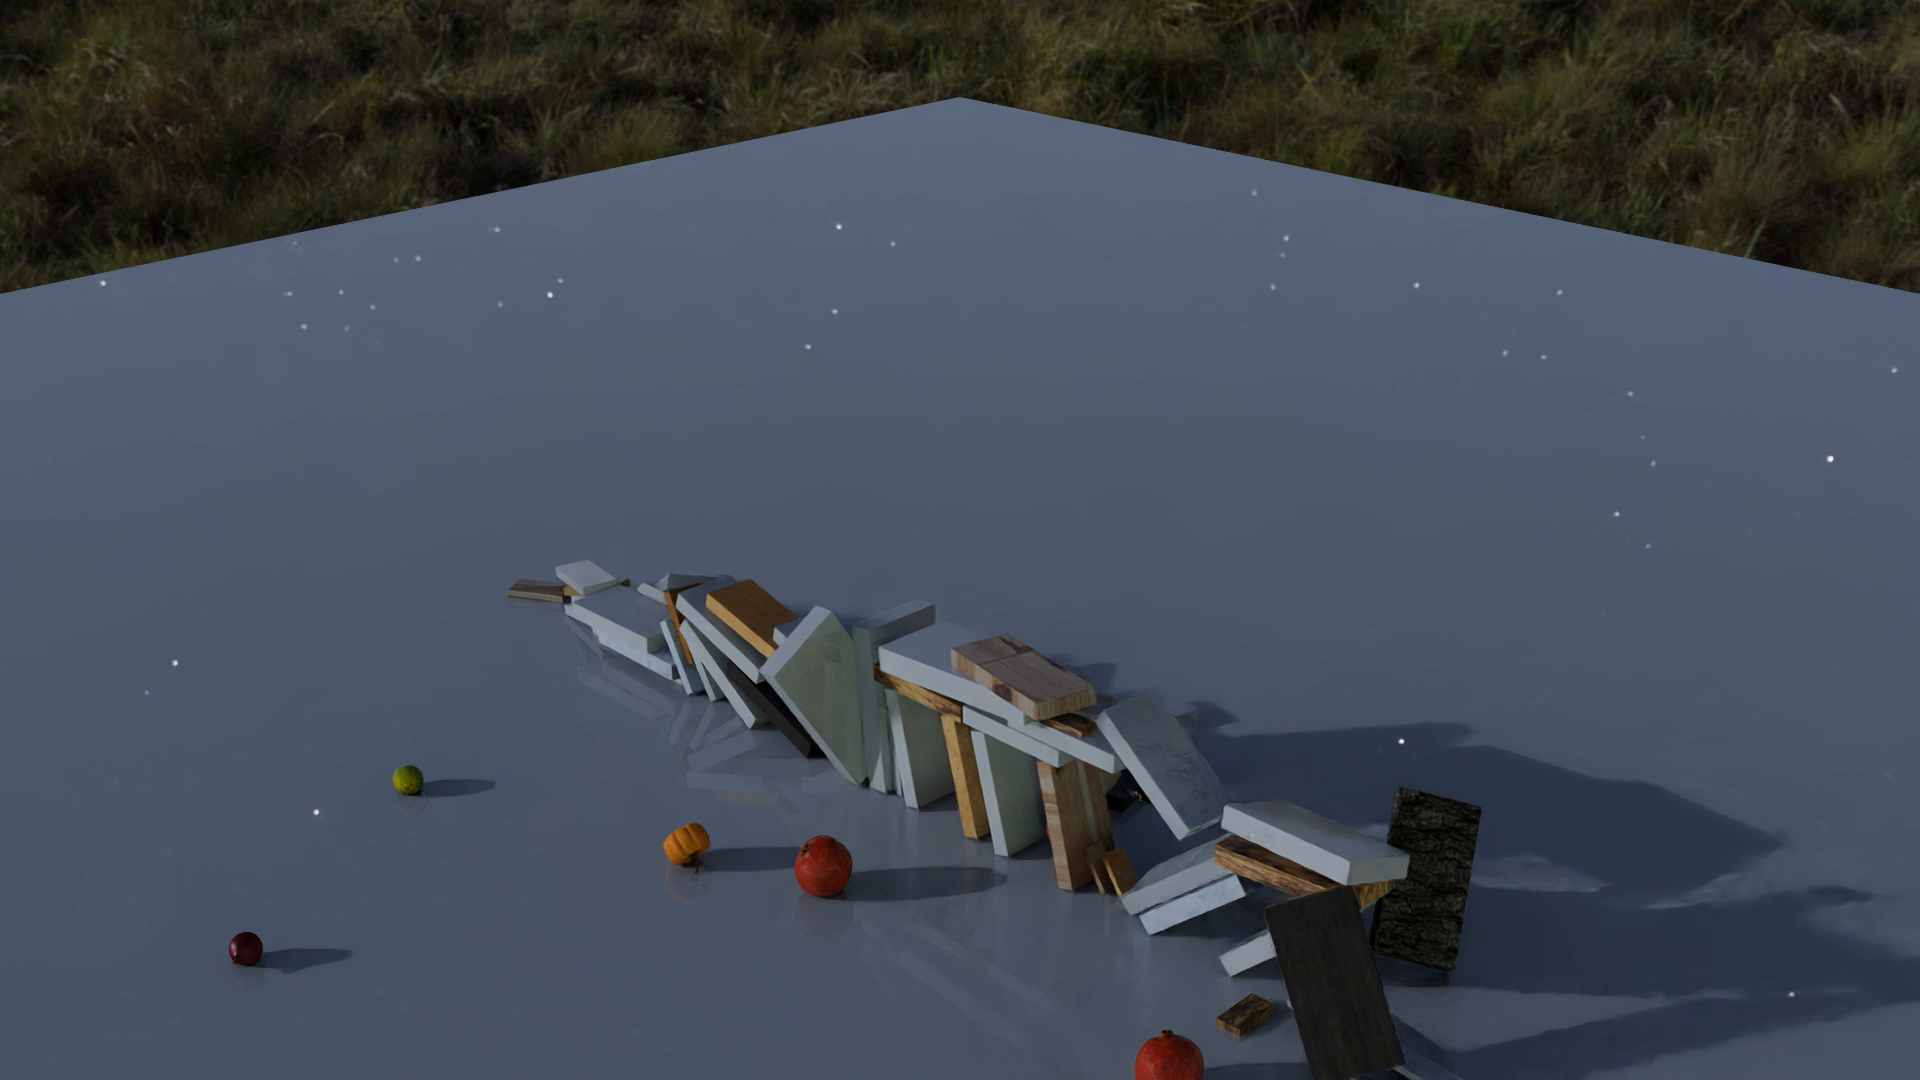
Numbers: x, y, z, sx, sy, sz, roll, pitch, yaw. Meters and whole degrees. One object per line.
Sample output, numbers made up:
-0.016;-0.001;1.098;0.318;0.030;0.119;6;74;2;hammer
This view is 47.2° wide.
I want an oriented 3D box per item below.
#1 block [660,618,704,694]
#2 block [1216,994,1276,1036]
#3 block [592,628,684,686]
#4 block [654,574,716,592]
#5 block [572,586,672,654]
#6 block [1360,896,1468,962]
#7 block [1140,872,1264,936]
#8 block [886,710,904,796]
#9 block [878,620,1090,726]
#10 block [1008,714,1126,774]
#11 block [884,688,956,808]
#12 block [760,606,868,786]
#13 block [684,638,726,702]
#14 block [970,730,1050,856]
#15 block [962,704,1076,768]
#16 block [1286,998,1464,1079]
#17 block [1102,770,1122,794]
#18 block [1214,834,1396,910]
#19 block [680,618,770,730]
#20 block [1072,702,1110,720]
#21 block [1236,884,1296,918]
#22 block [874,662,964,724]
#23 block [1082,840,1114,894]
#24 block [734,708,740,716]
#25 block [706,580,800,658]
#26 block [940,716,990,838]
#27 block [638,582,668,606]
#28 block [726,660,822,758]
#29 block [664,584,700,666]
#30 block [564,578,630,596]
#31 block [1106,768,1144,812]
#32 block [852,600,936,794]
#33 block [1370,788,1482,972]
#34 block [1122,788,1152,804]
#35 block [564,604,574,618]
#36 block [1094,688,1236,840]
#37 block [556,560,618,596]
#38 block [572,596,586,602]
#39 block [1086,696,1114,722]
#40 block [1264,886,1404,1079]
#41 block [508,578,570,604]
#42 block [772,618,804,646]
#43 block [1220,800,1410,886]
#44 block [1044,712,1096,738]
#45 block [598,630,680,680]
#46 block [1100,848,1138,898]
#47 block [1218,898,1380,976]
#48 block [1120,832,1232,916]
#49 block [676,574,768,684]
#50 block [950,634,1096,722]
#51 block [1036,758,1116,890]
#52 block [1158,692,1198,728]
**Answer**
-0.605;0.253;4.960;0.087;0.175;0.025;-19;-5;-40;block
0.495;0.822;3.805;0.051;0.014;0.102;21;30;40;block
-0.720;0.253;5.133;0.087;0.025;0.370;-19;30;-38;block
-0.642;0.118;5.236;0.140;0.040;0.281;5;-8;-14;block
-0.760;0.183;5.114;0.281;0.040;0.140;21;31;40;block
0.820;0.692;4.083;0.126;0.036;0.252;20;30;39;block
0.465;0.637;3.989;0.141;0.040;0.282;-21;-9;-40;block
-0.099;0.425;4.521;0.092;0.184;0.026;-17;21;-35;block
0.044;0.254;4.272;0.180;0.051;0.399;-21;27;-40;block
0.232;0.354;4.128;0.135;0.038;0.269;-21;31;-40;block
-0.073;0.404;4.482;0.127;0.254;0.036;-21;17;-40;block
-0.249;0.320;4.491;0.051;0.359;0.180;19;61;47;block
-0.552;0.268;4.931;0.086;0.171;0.024;-20;-4;-40;block
0.102;0.476;4.312;0.128;0.256;0.036;-21;15;-41;block
0.140;0.356;4.220;0.128;0.036;0.256;-21;30;-40;block
0.730;0.862;3.678;0.051;0.014;0.423;-21;34;-40;block
0.208;0.496;4.464;0.217;0.031;0.108;-9;16;30;block
0.597;0.565;3.813;0.282;0.040;0.141;17;26;42;block
-0.481;0.274;4.869;0.144;0.041;0.289;-21;64;-40;block
0.235;0.315;4.123;0.090;0.013;0.045;18;30;39;block
0.633;0.644;4.197;0.252;0.036;0.126;-11;26;-25;block
-0.039;0.286;4.389;0.127;0.036;0.254;-20;31;-39;block
0.269;0.623;4.189;0.045;0.091;0.013;-21;-5;-40;block
-0.500;0.301;4.892;0.086;0.024;0.171;-22;69;-40;block
-0.432;0.176;4.805;0.121;0.034;0.242;-20;44;-41;block
0.043;0.451;4.373;0.127;0.254;0.036;-21;15;-40;block
-0.675;0.157;5.162;0.170;0.085;0.024;22;71;37;block
-0.360;0.344;4.770;0.144;0.041;0.289;-21;51;-40;block
-0.600;0.189;4.955;0.085;0.171;0.024;-15;-7;-40;block
-0.882;0.113;5.339;0.143;0.020;0.072;-2;15;19;block
0.341;0.492;4.563;0.108;0.031;0.217;14;27;29;block
-0.120;0.322;4.537;0.180;0.359;0.051;-21;24;-39;block
0.837;0.609;3.958;0.149;0.298;0.042;15;-16;-3;block
0.346;0.481;4.120;0.045;0.013;0.091;16;-1;39;block
-0.870;0.169;5.287;0.087;0.025;0.175;-17;18;-35;block
0.375;0.407;4.006;0.135;0.038;0.269;-19;65;-40;block
-0.909;0.092;5.347;0.085;0.024;0.259;-13;15;-22;block
-0.865;0.140;5.310;0.143;0.020;0.072;6;19;41;block
0.261;0.319;4.146;0.045;0.013;0.090;4;23;10;block
0.617;0.733;3.629;0.149;0.298;0.042;-17;-8;10;block
-1.036;0.126;5.438;0.143;0.020;0.072;5;24;12;block
-0.278;0.248;4.683;0.121;0.034;0.242;-17;43;-38;block
0.607;0.516;3.771;0.149;0.042;0.298;1;12;-38;block
0.205;0.341;4.095;0.090;0.013;0.045;19;29;37;block
-0.694;0.241;5.079;0.140;0.040;0.281;-21;31;-40;block
0.307;0.632;4.179;0.045;0.013;0.091;-12;67;-30;block
0.594;0.683;3.868;0.141;0.040;0.282;-21;-12;-41;block
0.431;0.608;4.067;0.269;0.038;0.135;-33;-1;42;block
-0.479;0.194;4.845;0.144;0.041;0.289;-21;50;-40;block
0.116;0.255;4.134;0.126;0.036;0.315;-14;23;-27;block
0.225;0.524;4.198;0.128;0.256;0.036;-21;16;-40;block
0.352;0.405;4.767;0.337;0.031;0.108;-15;27;-32;block
